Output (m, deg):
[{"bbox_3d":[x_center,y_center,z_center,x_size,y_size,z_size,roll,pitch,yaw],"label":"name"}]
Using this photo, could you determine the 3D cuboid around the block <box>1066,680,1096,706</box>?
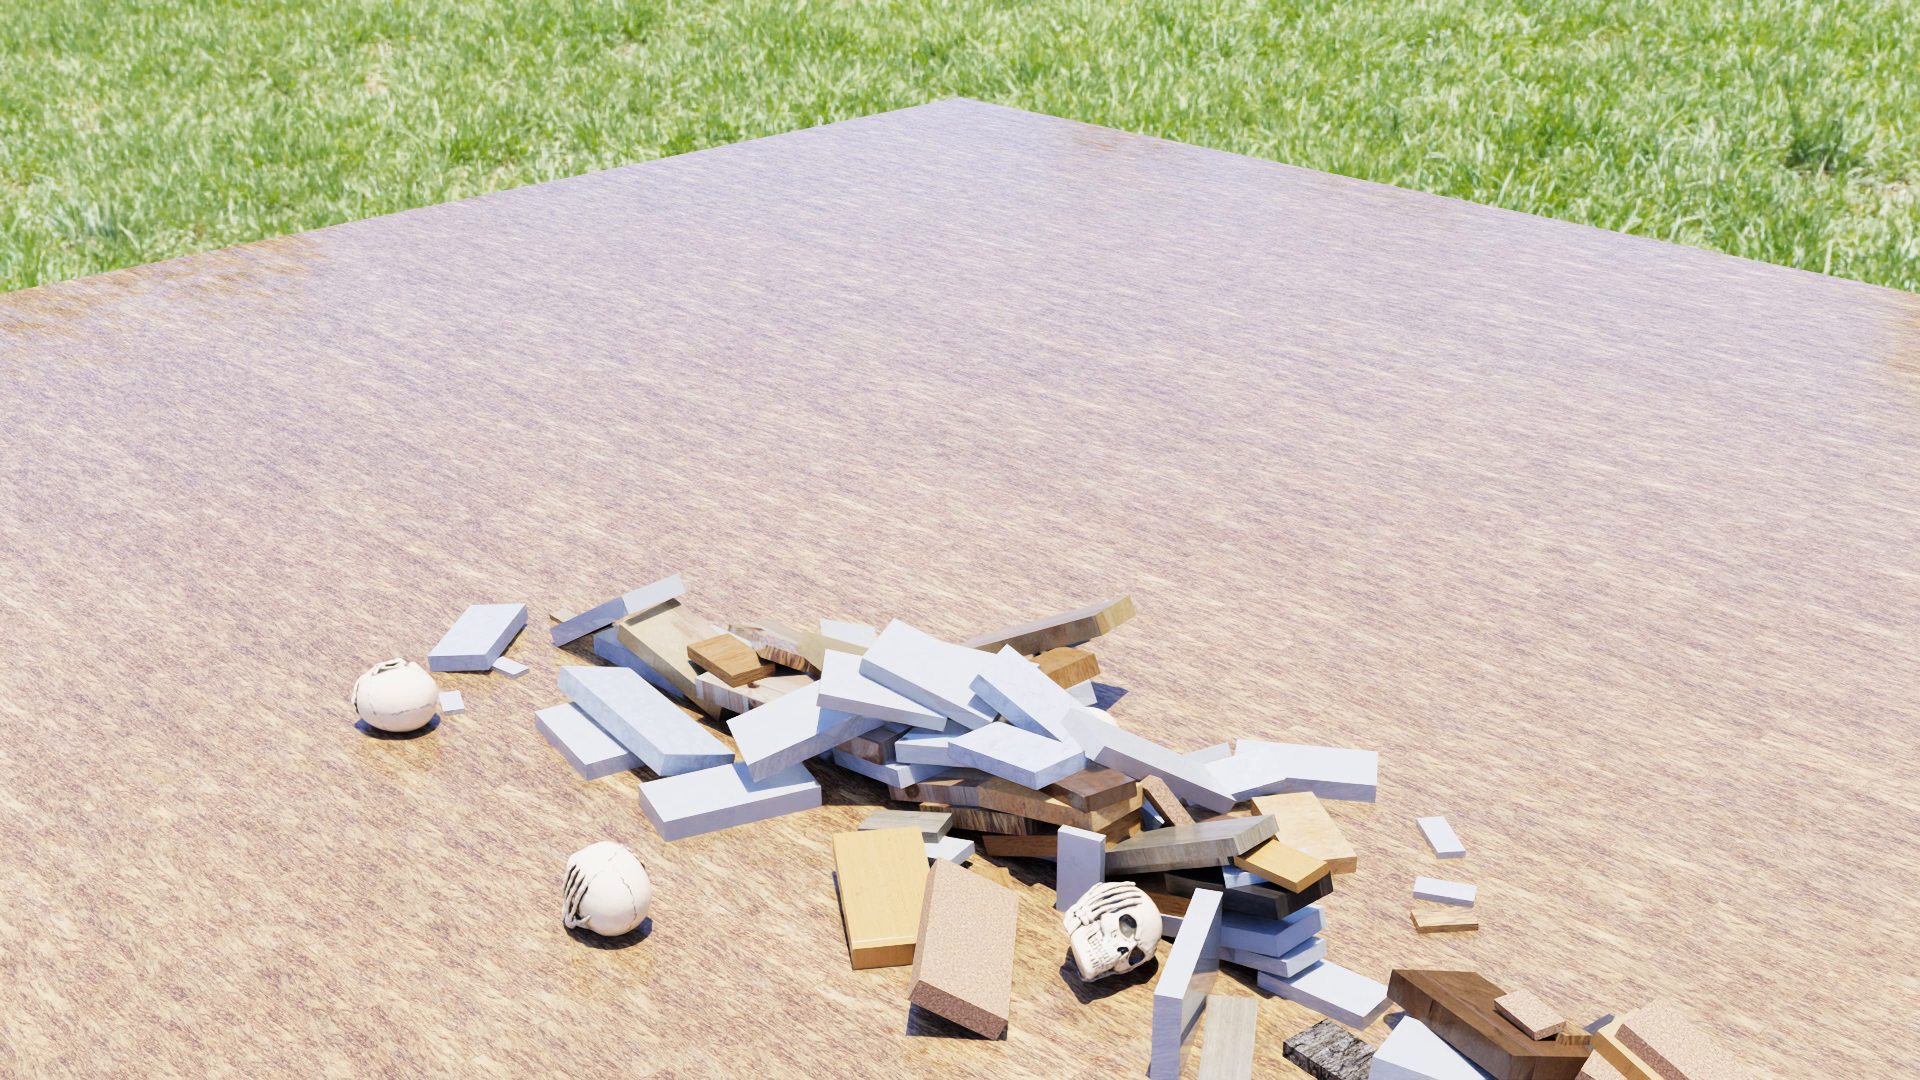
[{"bbox_3d":[0.191,0.319,4.794,0.166,0.047,0.332,-19,11,-1],"label":"block"}]

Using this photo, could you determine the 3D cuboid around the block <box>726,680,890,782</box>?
[{"bbox_3d":[-0.297,0.366,4.514,0.334,0.047,0.167,-24,34,-9],"label":"block"}]

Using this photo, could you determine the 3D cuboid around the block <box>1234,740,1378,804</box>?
[{"bbox_3d":[0.718,0.480,4.576,0.293,0.042,0.147,4,23,10],"label":"block"}]

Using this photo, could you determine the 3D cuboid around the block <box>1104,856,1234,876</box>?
[{"bbox_3d":[0.393,0.585,4.048,0.077,0.022,0.355,-20,2,-39],"label":"block"}]

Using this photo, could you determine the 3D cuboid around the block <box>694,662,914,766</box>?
[{"bbox_3d":[-0.314,0.352,4.670,0.550,0.047,0.166,15,28,39],"label":"block"}]

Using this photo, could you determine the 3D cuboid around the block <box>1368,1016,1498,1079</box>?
[{"bbox_3d":[0.890,0.890,3.539,0.425,0.049,0.174,15,18,25],"label":"block"}]

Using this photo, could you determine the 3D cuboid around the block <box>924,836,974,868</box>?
[{"bbox_3d":[-0.066,0.603,4.277,0.169,0.024,0.085,5,22,33],"label":"block"}]

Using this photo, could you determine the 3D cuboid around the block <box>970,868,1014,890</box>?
[{"bbox_3d":[0.012,0.660,4.175,0.169,0.024,0.085,-3,23,-7],"label":"block"}]

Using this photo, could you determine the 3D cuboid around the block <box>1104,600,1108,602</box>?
[{"bbox_3d":[0.319,0.193,5.284,0.063,0.018,0.200,18,29,36],"label":"block"}]

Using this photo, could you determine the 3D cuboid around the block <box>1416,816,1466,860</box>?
[{"bbox_3d":[0.951,0.589,4.352,0.056,0.016,0.133,-3,23,-7],"label":"block"}]

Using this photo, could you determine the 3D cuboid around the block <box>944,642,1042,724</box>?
[{"bbox_3d":[-0.019,0.293,4.607,0.344,0.049,0.172,11,36,33],"label":"block"}]

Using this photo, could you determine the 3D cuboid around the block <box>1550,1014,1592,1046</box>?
[{"bbox_3d":[0.974,0.797,3.613,0.059,0.017,0.119,6,10,-27],"label":"block"}]

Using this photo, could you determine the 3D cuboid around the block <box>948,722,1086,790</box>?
[{"bbox_3d":[0.108,0.413,4.230,0.128,0.036,0.256,-19,21,-36],"label":"block"}]

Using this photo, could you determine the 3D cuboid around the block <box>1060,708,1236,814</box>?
[{"bbox_3d":[0.372,0.436,4.308,0.404,0.037,0.130,26,15,-40],"label":"block"}]

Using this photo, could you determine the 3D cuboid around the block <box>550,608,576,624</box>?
[{"bbox_3d":[-0.944,0.192,5.293,0.046,0.013,0.093,-19,30,-38],"label":"block"}]

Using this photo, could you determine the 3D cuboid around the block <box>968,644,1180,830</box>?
[{"bbox_3d":[0.235,0.395,4.376,0.464,0.042,0.147,39,32,6],"label":"block"}]

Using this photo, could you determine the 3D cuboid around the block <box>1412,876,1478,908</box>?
[{"bbox_3d":[0.919,0.667,4.168,0.112,0.016,0.056,8,24,17],"label":"block"}]

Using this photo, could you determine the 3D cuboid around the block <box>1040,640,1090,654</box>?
[{"bbox_3d":[0.231,0.230,5.048,0.103,0.029,0.206,-19,2,-5],"label":"block"}]

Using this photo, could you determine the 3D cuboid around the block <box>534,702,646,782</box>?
[{"bbox_3d":[-0.792,0.423,4.712,0.140,0.040,0.281,-14,27,-29],"label":"block"}]

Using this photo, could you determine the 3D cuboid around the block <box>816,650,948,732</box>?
[{"bbox_3d":[-0.153,0.303,4.438,0.261,0.037,0.130,12,39,-5],"label":"block"}]

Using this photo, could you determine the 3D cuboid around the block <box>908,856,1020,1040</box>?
[{"bbox_3d":[0.010,0.720,3.913,0.169,0.048,0.400,26,22,-7],"label":"block"}]

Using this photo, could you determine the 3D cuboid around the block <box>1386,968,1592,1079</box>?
[{"bbox_3d":[0.880,0.807,3.655,0.174,0.049,0.348,7,10,-23],"label":"block"}]

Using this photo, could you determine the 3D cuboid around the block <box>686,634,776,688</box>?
[{"bbox_3d":[-0.503,0.263,4.820,0.105,0.030,0.210,-16,25,-31],"label":"block"}]

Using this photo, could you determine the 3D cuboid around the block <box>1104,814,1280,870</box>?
[{"bbox_3d":[0.383,0.560,4.041,0.115,0.033,0.449,-22,3,-40],"label":"block"}]

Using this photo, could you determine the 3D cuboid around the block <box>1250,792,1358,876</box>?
[{"bbox_3d":[0.677,0.581,4.344,0.128,0.036,0.257,-5,23,-10],"label":"block"}]

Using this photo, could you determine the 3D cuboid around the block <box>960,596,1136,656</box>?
[{"bbox_3d":[0.169,0.216,4.920,0.434,0.047,0.167,-17,5,34],"label":"block"}]

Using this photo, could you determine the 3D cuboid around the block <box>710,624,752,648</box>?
[{"bbox_3d":[-0.480,0.262,5.015,0.210,0.105,0.030,21,69,40],"label":"block"}]

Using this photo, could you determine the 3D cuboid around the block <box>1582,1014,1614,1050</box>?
[{"bbox_3d":[1.080,0.845,3.722,0.126,0.018,0.063,-19,21,-28],"label":"block"}]

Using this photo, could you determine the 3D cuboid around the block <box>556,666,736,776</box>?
[{"bbox_3d":[-0.678,0.384,4.718,0.172,0.049,0.477,5,17,-39],"label":"block"}]

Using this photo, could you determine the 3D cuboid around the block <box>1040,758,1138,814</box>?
[{"bbox_3d":[0.222,0.456,4.166,0.115,0.033,0.230,-15,17,-27],"label":"block"}]

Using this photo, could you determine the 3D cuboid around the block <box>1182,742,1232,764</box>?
[{"bbox_3d":[0.449,0.465,4.563,0.206,0.029,0.103,-12,-7,-27],"label":"block"}]

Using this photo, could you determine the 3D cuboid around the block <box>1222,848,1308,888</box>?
[{"bbox_3d":[0.543,0.581,3.896,0.154,0.022,0.077,-10,11,4],"label":"block"}]

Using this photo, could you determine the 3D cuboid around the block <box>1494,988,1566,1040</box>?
[{"bbox_3d":[0.934,0.777,3.605,0.059,0.017,0.119,-15,19,-15],"label":"block"}]

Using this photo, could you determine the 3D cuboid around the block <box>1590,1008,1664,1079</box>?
[{"bbox_3d":[1.107,0.837,3.433,0.113,0.032,0.227,-14,45,-40],"label":"block"}]

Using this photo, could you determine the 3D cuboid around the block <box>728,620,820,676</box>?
[{"bbox_3d":[-0.393,0.251,5.073,0.281,0.040,0.140,21,15,40],"label":"block"}]

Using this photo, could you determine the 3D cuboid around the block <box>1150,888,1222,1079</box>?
[{"bbox_3d":[0.389,0.758,3.759,0.048,0.169,0.338,7,24,16],"label":"block"}]

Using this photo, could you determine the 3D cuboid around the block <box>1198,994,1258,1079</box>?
[{"bbox_3d":[0.441,0.882,3.652,0.086,0.024,0.394,4,23,9],"label":"block"}]
